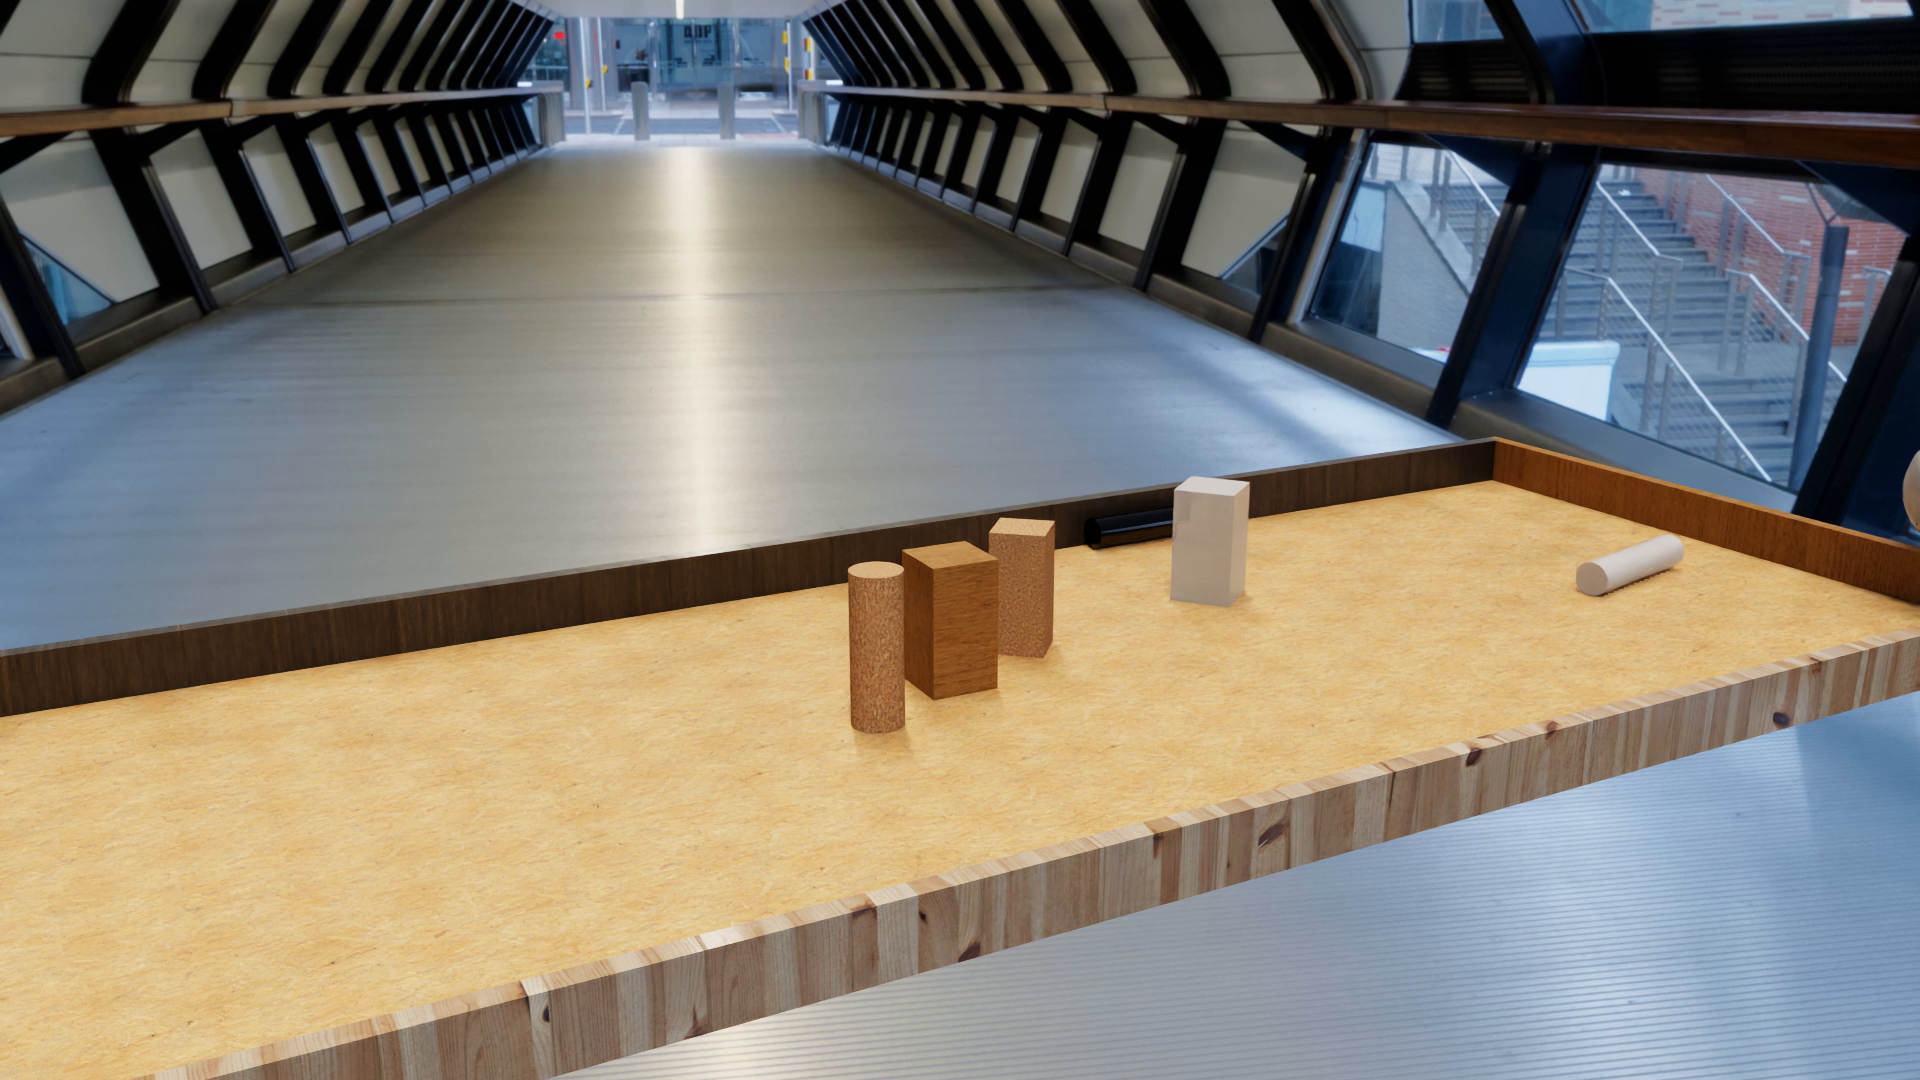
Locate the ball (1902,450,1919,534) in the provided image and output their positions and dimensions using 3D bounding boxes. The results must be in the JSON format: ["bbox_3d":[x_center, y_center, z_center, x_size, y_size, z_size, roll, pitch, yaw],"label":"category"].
[{"bbox_3d":[2.869,-0.138,4.623,0.394,0.394,0.394,0,16,0],"label":"ball"}]

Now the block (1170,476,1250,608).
[{"bbox_3d":[0.722,0.003,4.762,0.174,0.329,0.174,7,18,23],"label":"block"}]

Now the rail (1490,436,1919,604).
[{"bbox_3d":[2.466,-0.048,5.253,0.050,0.150,2.100,-9,18,-27],"label":"rail"}]

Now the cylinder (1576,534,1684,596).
[{"bbox_3d":[2.006,0.072,4.931,0.451,0.101,0.101,-13,21,-38],"label":"cylinder"}]

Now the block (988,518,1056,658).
[{"bbox_3d":[0.162,0.125,4.341,0.147,0.332,0.147,4,17,12],"label":"block"}]

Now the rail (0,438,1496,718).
[{"bbox_3d":[-3.305,0.497,3.399,12.000,0.150,0.050,-9,18,-27],"label":"rail"}]

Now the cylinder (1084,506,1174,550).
[{"bbox_3d":[0.614,-0.048,5.340,0.439,0.101,0.101,-9,18,-27],"label":"cylinder"}]

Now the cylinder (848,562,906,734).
[{"bbox_3d":[-0.193,0.250,3.833,0.128,0.379,0.128,0,16,0],"label":"cylinder"}]

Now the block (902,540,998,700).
[{"bbox_3d":[-0.025,0.197,4.089,0.177,0.336,0.177,-8,18,-26],"label":"block"}]

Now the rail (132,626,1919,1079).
[{"bbox_3d":[-2.336,1.006,1.665,12.000,0.150,0.050,-9,18,-27],"label":"rail"}]
